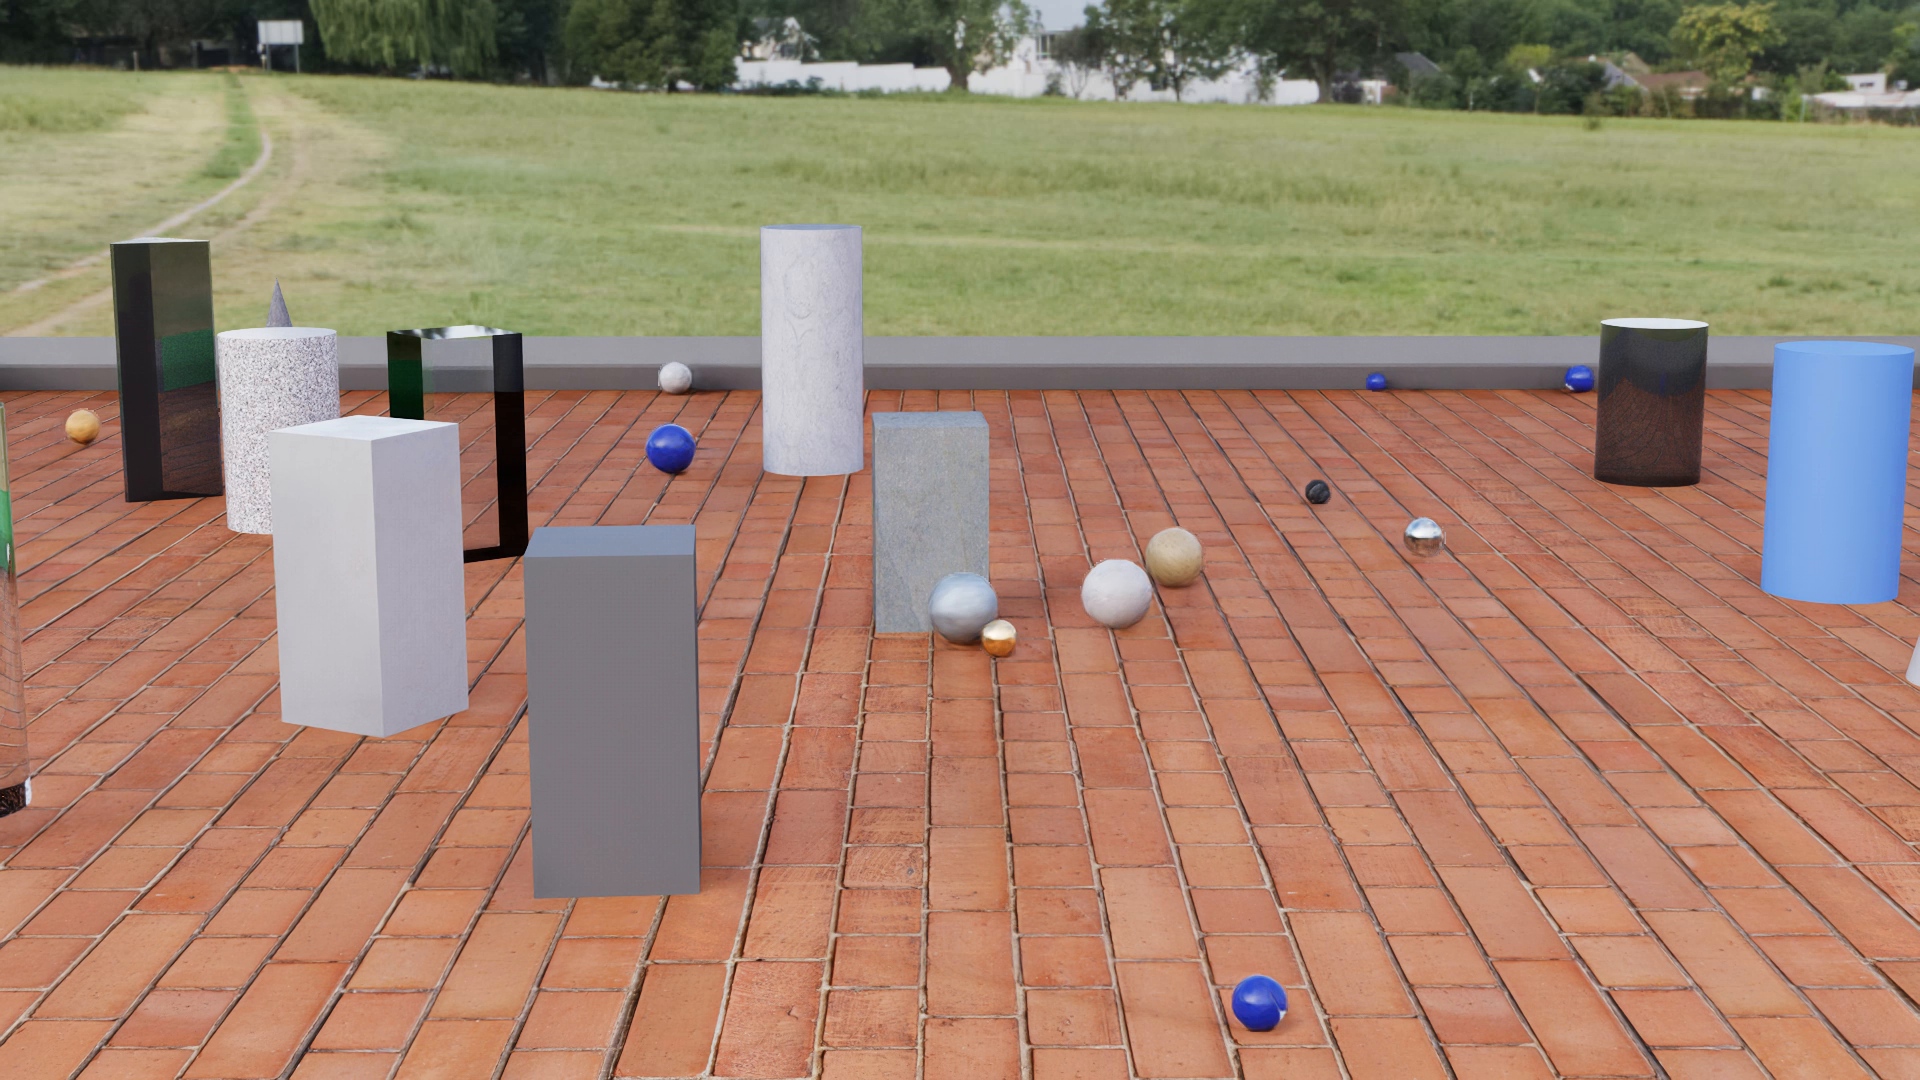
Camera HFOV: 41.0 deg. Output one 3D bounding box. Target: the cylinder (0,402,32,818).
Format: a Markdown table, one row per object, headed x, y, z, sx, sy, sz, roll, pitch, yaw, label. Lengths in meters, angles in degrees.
| x | y | z | sx | sy | sz | roll | pitch | yaw | label |
| --- | --- | --- | --- | --- | --- | --- | --- | --- | --- |
| -1.013 | 0.069 | 2.498 | 0.181 | 0.395 | 0.181 | 0 | 11 | 0 | cylinder |

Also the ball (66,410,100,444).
| x | y | z | sx | sy | sz | roll | pitch | yaw | label |
| --- | --- | --- | --- | --- | --- | --- | --- | --- | --- |
| -1.682 | -0.217 | 4.922 | 0.063 | 0.063 | 0.063 | 0 | 11 | 0 | ball |

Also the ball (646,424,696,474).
| x | y | z | sx | sy | sz | roll | pitch | yaw | label |
| --- | --- | --- | --- | --- | --- | --- | --- | --- | --- |
| -0.514 | -0.162 | 4.562 | 0.088 | 0.088 | 0.088 | 0 | 11 | 0 | ball |

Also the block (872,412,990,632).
| x | y | z | sx | sy | sz | roll | pitch | yaw | label |
| --- | --- | --- | --- | --- | --- | --- | --- | --- | --- |
| -0.040 | -0.026 | 3.350 | 0.145 | 0.266 | 0.145 | -1 | 11 | -3 | block |

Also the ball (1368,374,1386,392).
| x | y | z | sx | sy | sz | roll | pitch | yaw | label |
| --- | --- | --- | --- | --- | --- | --- | --- | --- | --- |
| 0.924 | -0.348 | 5.682 | 0.041 | 0.041 | 0.041 | 0 | 11 | 0 | ball |

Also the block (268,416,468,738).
| x | y | z | sx | sy | sz | roll | pitch | yaw | label |
| --- | --- | --- | --- | --- | --- | --- | --- | --- | --- |
| -0.656 | 0.037 | 2.854 | 0.145 | 0.327 | 0.145 | 6 | 12 | 28 | block |

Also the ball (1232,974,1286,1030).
| x | y | z | sx | sy | sz | roll | pitch | yaw | label |
| --- | --- | --- | --- | --- | --- | --- | --- | --- | --- |
| 0.227 | 0.351 | 1.949 | 0.042 | 0.042 | 0.042 | 0 | 11 | 0 | ball |

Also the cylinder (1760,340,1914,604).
| x | y | z | sx | sy | sz | roll | pitch | yaw | label |
| --- | --- | --- | --- | --- | --- | --- | --- | --- | --- |
| 1.206 | -0.096 | 3.531 | 0.181 | 0.338 | 0.181 | 0 | 11 | 0 | cylinder |

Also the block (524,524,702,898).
| x | y | z | sx | sy | sz | roll | pitch | yaw | label |
| --- | --- | --- | --- | --- | --- | --- | --- | --- | --- |
| -0.308 | 0.151 | 2.304 | 0.145 | 0.306 | 0.145 | -1 | 11 | -5 | block |

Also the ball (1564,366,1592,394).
| x | y | z | sx | sy | sz | roll | pitch | yaw | label |
| --- | --- | --- | --- | --- | --- | --- | --- | --- | --- |
| 1.365 | -0.355 | 5.663 | 0.061 | 0.061 | 0.061 | 0 | 11 | 0 | ball |

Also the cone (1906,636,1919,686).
| x | y | z | sx | sy | sz | roll | pitch | yaw | label |
| --- | --- | --- | --- | --- | --- | --- | --- | --- | --- |
| 1.216 | -0.012 | 3.005 | 0.181 | 0.366 | 0.181 | 0 | 11 | 0 | cone |

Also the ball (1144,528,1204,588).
| x | y | z | sx | sy | sz | roll | pitch | yaw | label |
| --- | --- | --- | --- | --- | --- | --- | --- | --- | --- |
| 0.299 | 0.025 | 3.578 | 0.083 | 0.083 | 0.083 | 0 | 11 | 0 | ball |

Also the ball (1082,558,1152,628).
| x | y | z | sx | sy | sz | roll | pitch | yaw | label |
| --- | --- | --- | --- | --- | --- | --- | --- | --- | --- |
| 0.203 | 0.070 | 3.319 | 0.091 | 0.091 | 0.091 | 0 | 11 | 0 | ball |

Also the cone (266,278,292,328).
| x | y | z | sx | sy | sz | roll | pitch | yaw | label |
| --- | --- | --- | --- | --- | --- | --- | --- | --- | --- |
| -1.219 | -0.300 | 4.606 | 0.181 | 0.344 | 0.181 | 0 | 11 | 0 | cone |

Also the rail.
| x | y | z | sx | sy | sz | roll | pitch | yaw | label |
| --- | --- | --- | --- | --- | --- | --- | --- | --- | --- |
| -0.013 | -0.390 | 5.690 | 4.384 | 0.118 | 0.045 | 0 | 11 | 0 | rail |

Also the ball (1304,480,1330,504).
| x | y | z | sx | sy | sz | roll | pitch | yaw | label |
| --- | --- | --- | --- | --- | --- | --- | --- | --- | --- |
| 0.592 | -0.080 | 4.249 | 0.041 | 0.041 | 0.041 | 0 | 11 | 0 | ball |

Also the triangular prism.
| x | y | z | sx | sy | sz | roll | pitch | yaw | label |
| --- | --- | --- | --- | --- | --- | --- | --- | --- | --- |
| -1.346 | -0.291 | 4.323 | 0.157 | 0.429 | 0.136 | -5 | 12 | -25 | triangular prism |

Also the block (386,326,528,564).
| x | y | z | sx | sy | sz | roll | pitch | yaw | label |
| --- | --- | --- | --- | --- | --- | --- | --- | --- | --- |
| -0.743 | -0.143 | 3.799 | 0.145 | 0.331 | 0.145 | -8 | 13 | -38 | block |

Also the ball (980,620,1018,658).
| x | y | z | sx | sy | sz | roll | pitch | yaw | label |
| --- | --- | --- | --- | --- | --- | --- | --- | --- | --- |
| 0.048 | 0.121 | 3.165 | 0.046 | 0.046 | 0.046 | 0 | 11 | 0 | ball |

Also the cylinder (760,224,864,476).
| x | y | z | sx | sy | sz | roll | pitch | yaw | label |
| --- | --- | --- | --- | --- | --- | --- | --- | --- | --- |
| -0.264 | -0.343 | 4.590 | 0.181 | 0.433 | 0.181 | 0 | 11 | 0 | cylinder |

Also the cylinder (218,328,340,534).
| x | y | z | sx | sy | sz | roll | pitch | yaw | label |
| --- | --- | --- | --- | --- | --- | --- | --- | --- | --- |
| -1.069 | -0.175 | 4.045 | 0.181 | 0.303 | 0.181 | 0 | 11 | 0 | cylinder |

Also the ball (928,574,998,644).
| x | y | z | sx | sy | sz | roll | pitch | yaw | label |
| --- | --- | --- | --- | --- | --- | --- | --- | --- | --- |
| 0.004 | 0.086 | 3.237 | 0.088 | 0.088 | 0.088 | 0 | 11 | 0 | ball |

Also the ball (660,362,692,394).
| x | y | z | sx | sy | sz | roll | pitch | yaw | label |
| --- | --- | --- | --- | --- | --- | --- | --- | --- | --- |
| -0.625 | -0.356 | 5.641 | 0.071 | 0.071 | 0.071 | 0 | 11 | 0 | ball |

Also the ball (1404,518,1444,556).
| x | y | z | sx | sy | sz | roll | pitch | yaw | label |
| --- | --- | --- | --- | --- | --- | --- | --- | --- | --- |
| 0.686 | -0.004 | 3.800 | 0.058 | 0.058 | 0.058 | 0 | 11 | 0 | ball |

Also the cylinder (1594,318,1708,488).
| x | y | z | sx | sy | sz | roll | pitch | yaw | label |
| --- | --- | --- | --- | --- | --- | --- | --- | --- | --- |
| 1.207 | -0.242 | 4.483 | 0.181 | 0.274 | 0.181 | 0 | 11 | 0 | cylinder |
